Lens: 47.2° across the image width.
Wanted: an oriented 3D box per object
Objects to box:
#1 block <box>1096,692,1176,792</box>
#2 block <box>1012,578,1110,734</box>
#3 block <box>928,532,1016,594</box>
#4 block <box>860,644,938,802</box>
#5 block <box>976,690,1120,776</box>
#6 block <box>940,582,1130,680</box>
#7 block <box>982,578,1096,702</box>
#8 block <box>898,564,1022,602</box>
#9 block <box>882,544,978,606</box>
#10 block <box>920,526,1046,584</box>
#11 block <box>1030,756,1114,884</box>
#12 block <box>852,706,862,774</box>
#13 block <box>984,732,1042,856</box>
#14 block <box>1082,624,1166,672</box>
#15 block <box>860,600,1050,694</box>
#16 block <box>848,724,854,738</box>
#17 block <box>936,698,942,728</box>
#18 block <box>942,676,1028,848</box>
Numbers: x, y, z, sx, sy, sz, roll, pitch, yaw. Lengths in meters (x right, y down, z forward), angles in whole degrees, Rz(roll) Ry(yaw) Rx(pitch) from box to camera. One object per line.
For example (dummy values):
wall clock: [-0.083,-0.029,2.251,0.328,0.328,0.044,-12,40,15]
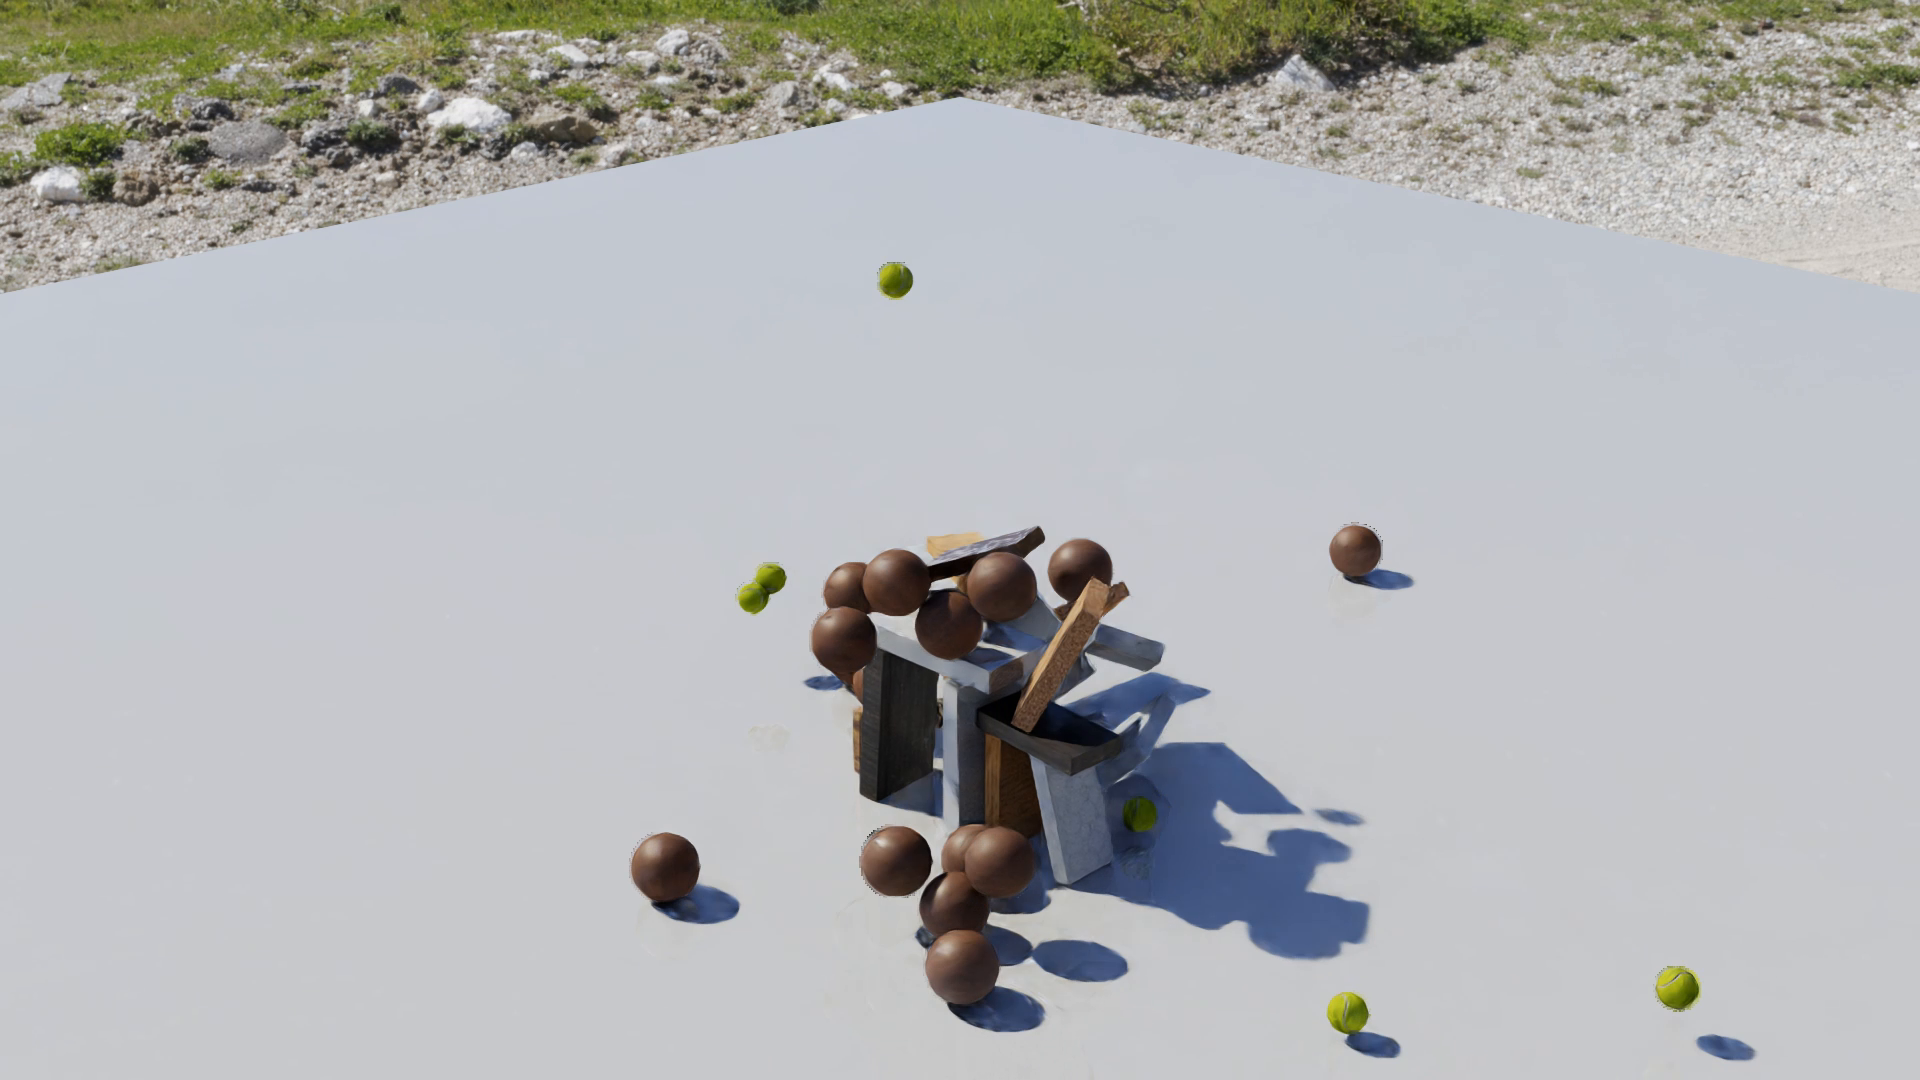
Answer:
block: [0.353,0.417,4.535,0.141,0.040,0.283,-40,3,25]
block: [0.189,0.217,4.137,0.040,0.283,0.141,29,27,-2]
block: [0.022,0.044,4.438,0.111,0.031,0.221,-6,24,-19]
block: [-0.123,0.348,4.495,0.049,0.346,0.173,23,32,35]
block: [0.167,0.364,4.187,0.131,0.037,0.261,-20,30,-38]
block: [0.166,0.198,4.858,0.474,0.035,0.123,-20,-14,-35]
block: [0.169,0.217,4.702,0.123,0.246,0.035,-36,1,11]
block: [-0.001,0.085,4.513,0.246,0.035,0.123,1,20,-6]
block: [-0.062,0.068,4.452,0.111,0.031,0.221,-8,25,-26]
block: [0.045,0.028,4.270,0.221,0.031,0.111,-15,11,30]
block: [0.216,0.513,4.217,0.130,0.261,0.037,-21,14,-39]
block: [-0.188,0.412,4.602,0.073,0.146,0.021,-19,29,-37]
block: [0.107,0.476,4.304,0.037,0.261,0.130,20,31,38]
block: [0.340,0.226,4.587,0.141,0.040,0.283,18,-7,1]
block: [-0.012,0.200,4.337,0.346,0.049,0.173,20,30,38]
block: [-0.163,0.410,4.768,0.146,0.021,0.073,-11,25,-24]
block: [-0.098,0.389,4.714,0.146,0.021,0.073,-19,33,-1]
block: [0.051,0.418,4.331,0.173,0.346,0.049,-16,26,-33]
